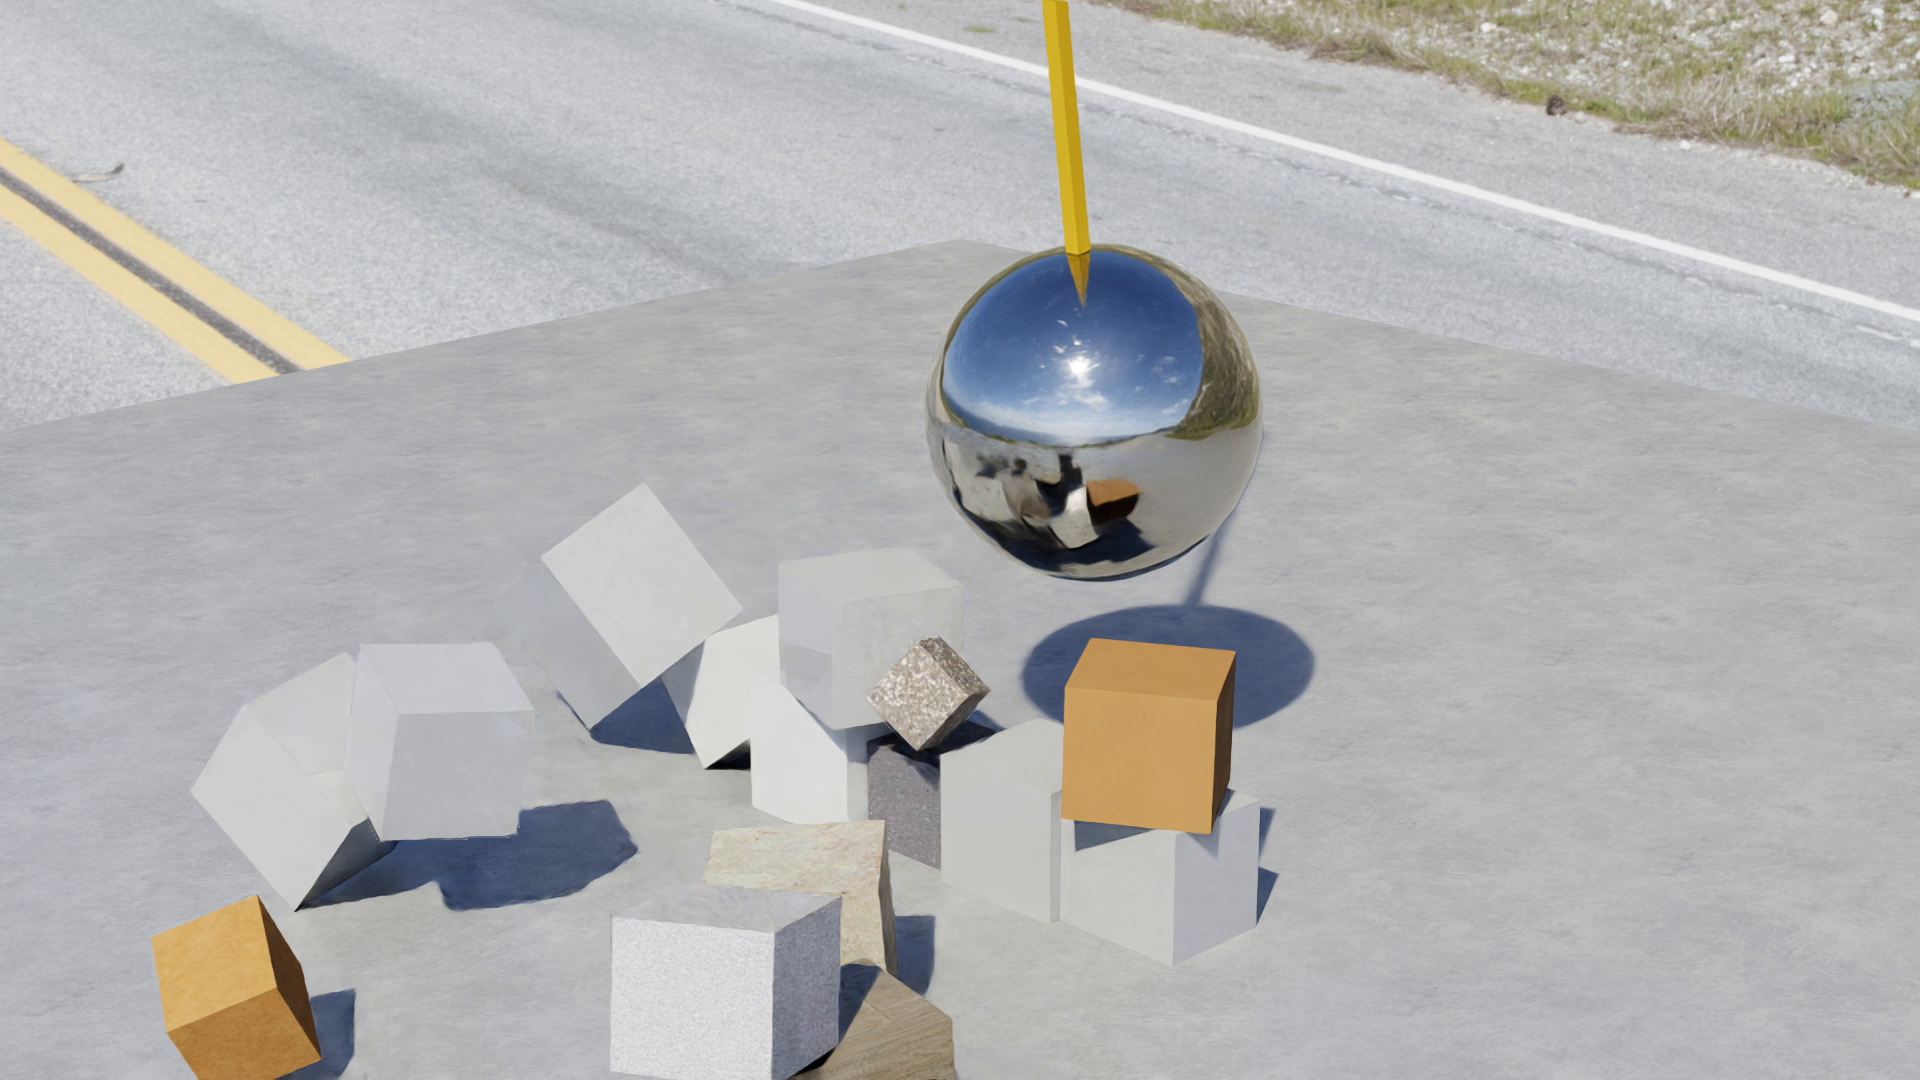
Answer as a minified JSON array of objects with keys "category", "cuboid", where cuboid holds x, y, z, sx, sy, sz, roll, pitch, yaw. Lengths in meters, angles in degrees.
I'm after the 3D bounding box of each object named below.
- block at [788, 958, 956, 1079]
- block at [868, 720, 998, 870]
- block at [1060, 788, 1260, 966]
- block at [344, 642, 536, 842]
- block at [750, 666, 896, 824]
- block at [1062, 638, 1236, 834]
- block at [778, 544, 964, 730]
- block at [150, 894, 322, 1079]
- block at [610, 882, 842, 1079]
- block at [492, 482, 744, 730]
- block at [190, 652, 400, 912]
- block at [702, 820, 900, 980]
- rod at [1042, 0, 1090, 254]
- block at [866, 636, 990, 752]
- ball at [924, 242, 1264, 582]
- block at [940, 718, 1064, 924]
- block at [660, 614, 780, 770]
[{"category":"block","cuboid":[-0.459,2.032,10.679,0.689,0.671,0.592,-16,23,-30]},{"category":"block","cuboid":[-0.051,1.182,13.744,0.526,0.503,0.554,-17,24,-42]},{"category":"block","cuboid":[0.874,1.405,12.860,0.560,0.608,0.658,-17,24,-42]},{"category":"block","cuboid":[-2.244,0.859,12.605,0.593,0.605,0.629,0,25,-27]},{"category":"block","cuboid":[-0.508,0.969,14.138,0.726,0.674,0.692,-16,24,-42]},{"category":"block","cuboid":[0.816,0.836,12.627,0.643,0.603,0.613,5,19,12]},{"category":"block","cuboid":[-0.419,0.444,13.672,0.655,0.607,0.670,-8,19,-23]},{"category":"block","cuboid":[-2.819,1.786,11.418,0.440,0.478,0.500,-22,44,-5]},{"category":"block","cuboid":[-0.801,1.525,10.117,0.585,0.531,0.638,3,5,18]},{"category":"block","cuboid":[-1.725,0.336,14.718,0.705,0.804,0.777,-39,2,-33]},{"category":"block","cuboid":[-2.873,1.080,13.172,0.731,0.679,0.637,47,38,9]},{"category":"block","cuboid":[-0.642,1.615,11.934,0.710,0.699,0.665,-4,18,2]},{"category":"rod","cuboid":[0.272,-3.700,12.464,0.080,5.200,0.080,17,32,42]},{"category":"block","cuboid":[-0.141,0.690,13.178,0.339,0.357,0.306,46,16,12]},{"category":"ball","cuboid":[0.628,-0.599,13.811,1.600,1.600,1.600,0,17,0]},{"category":"block","cuboid":[0.380,1.262,13.291,0.671,0.622,0.649,16,24,42]},{"category":"block","cuboid":[-1.072,0.752,14.717,0.498,0.532,0.524,-17,-13,-43]}]
